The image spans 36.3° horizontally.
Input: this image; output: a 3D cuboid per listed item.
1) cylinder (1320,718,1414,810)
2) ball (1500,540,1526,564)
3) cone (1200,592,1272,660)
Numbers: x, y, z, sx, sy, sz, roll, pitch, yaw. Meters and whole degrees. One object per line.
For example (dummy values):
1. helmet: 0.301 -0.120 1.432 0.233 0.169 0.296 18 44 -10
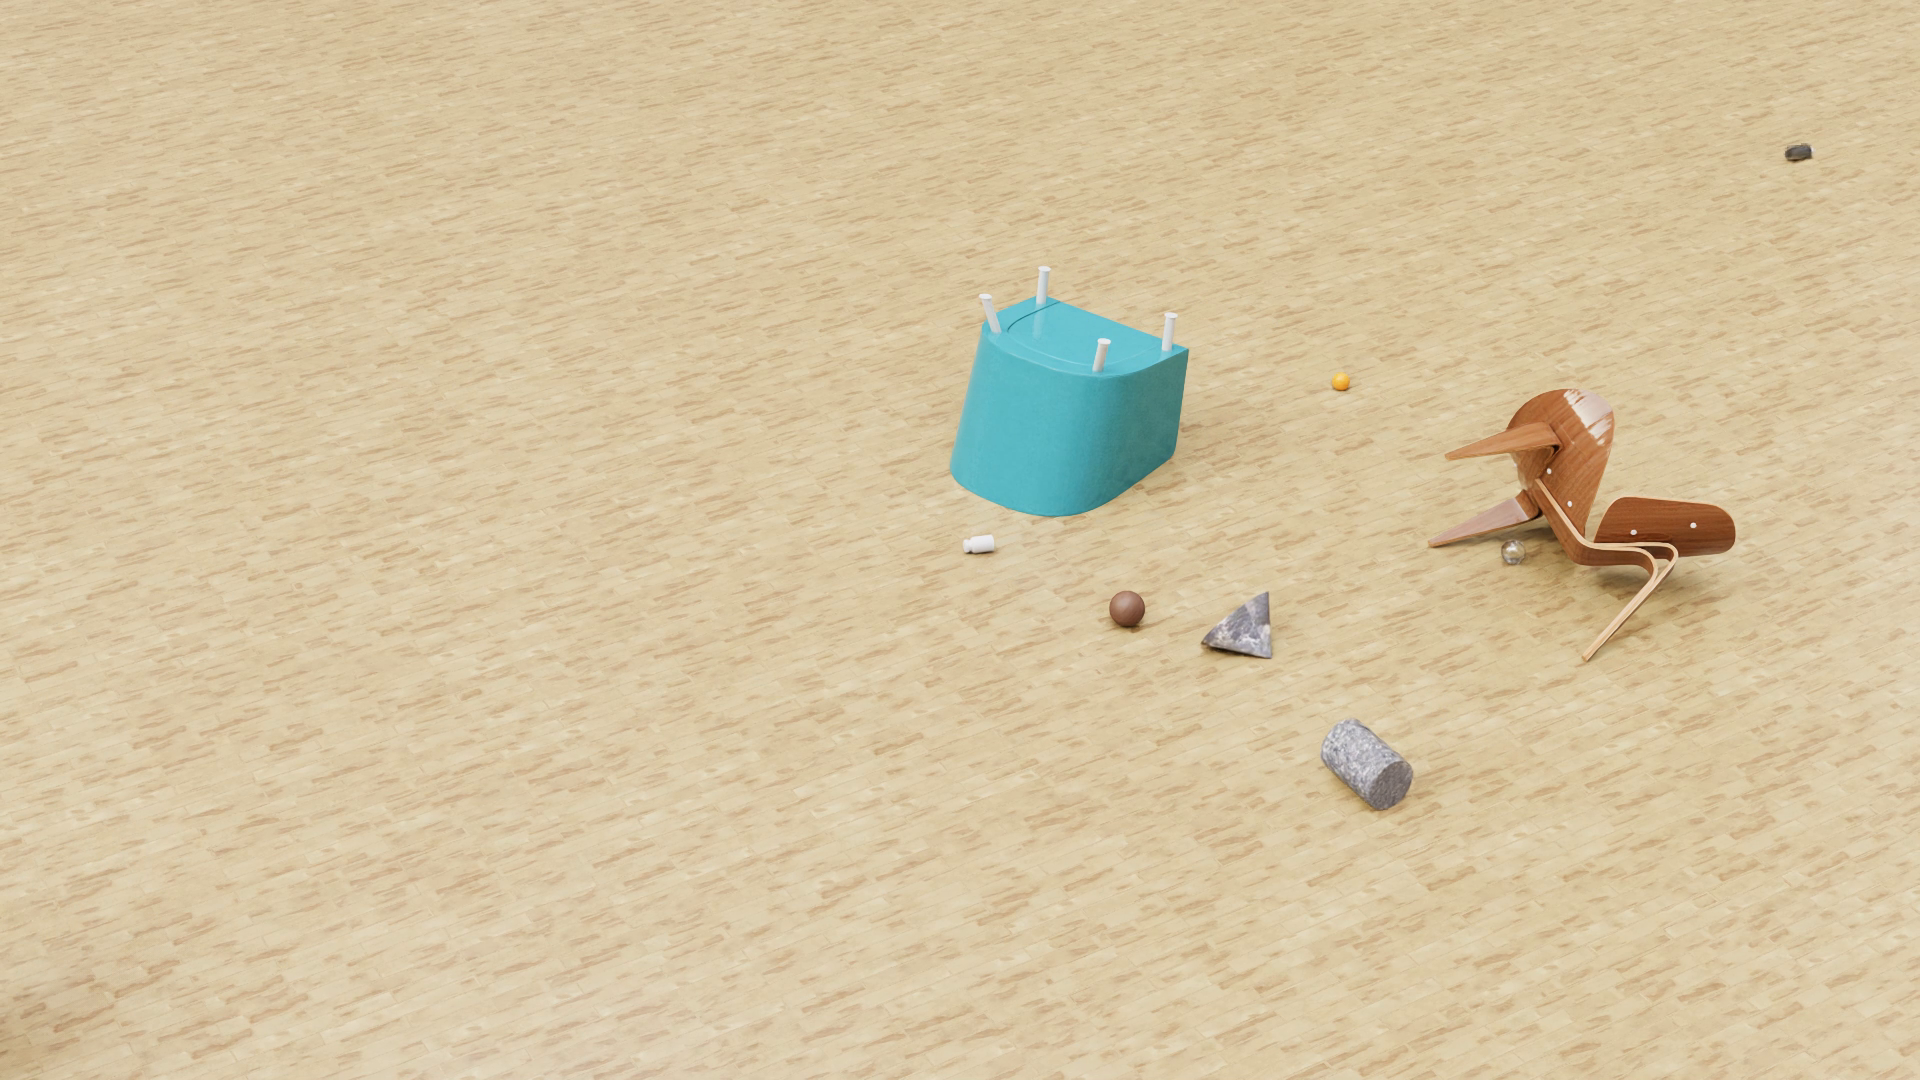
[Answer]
1. cylinder: 1.340 0.736 9.658 0.179 0.187 0.267 -10 34 -30
2. ball: 2.036 0.043 10.796 0.091 0.091 0.091 0 33 0
3. cone: 1.034 0.347 10.334 0.338 0.203 0.197 -32 72 -31
